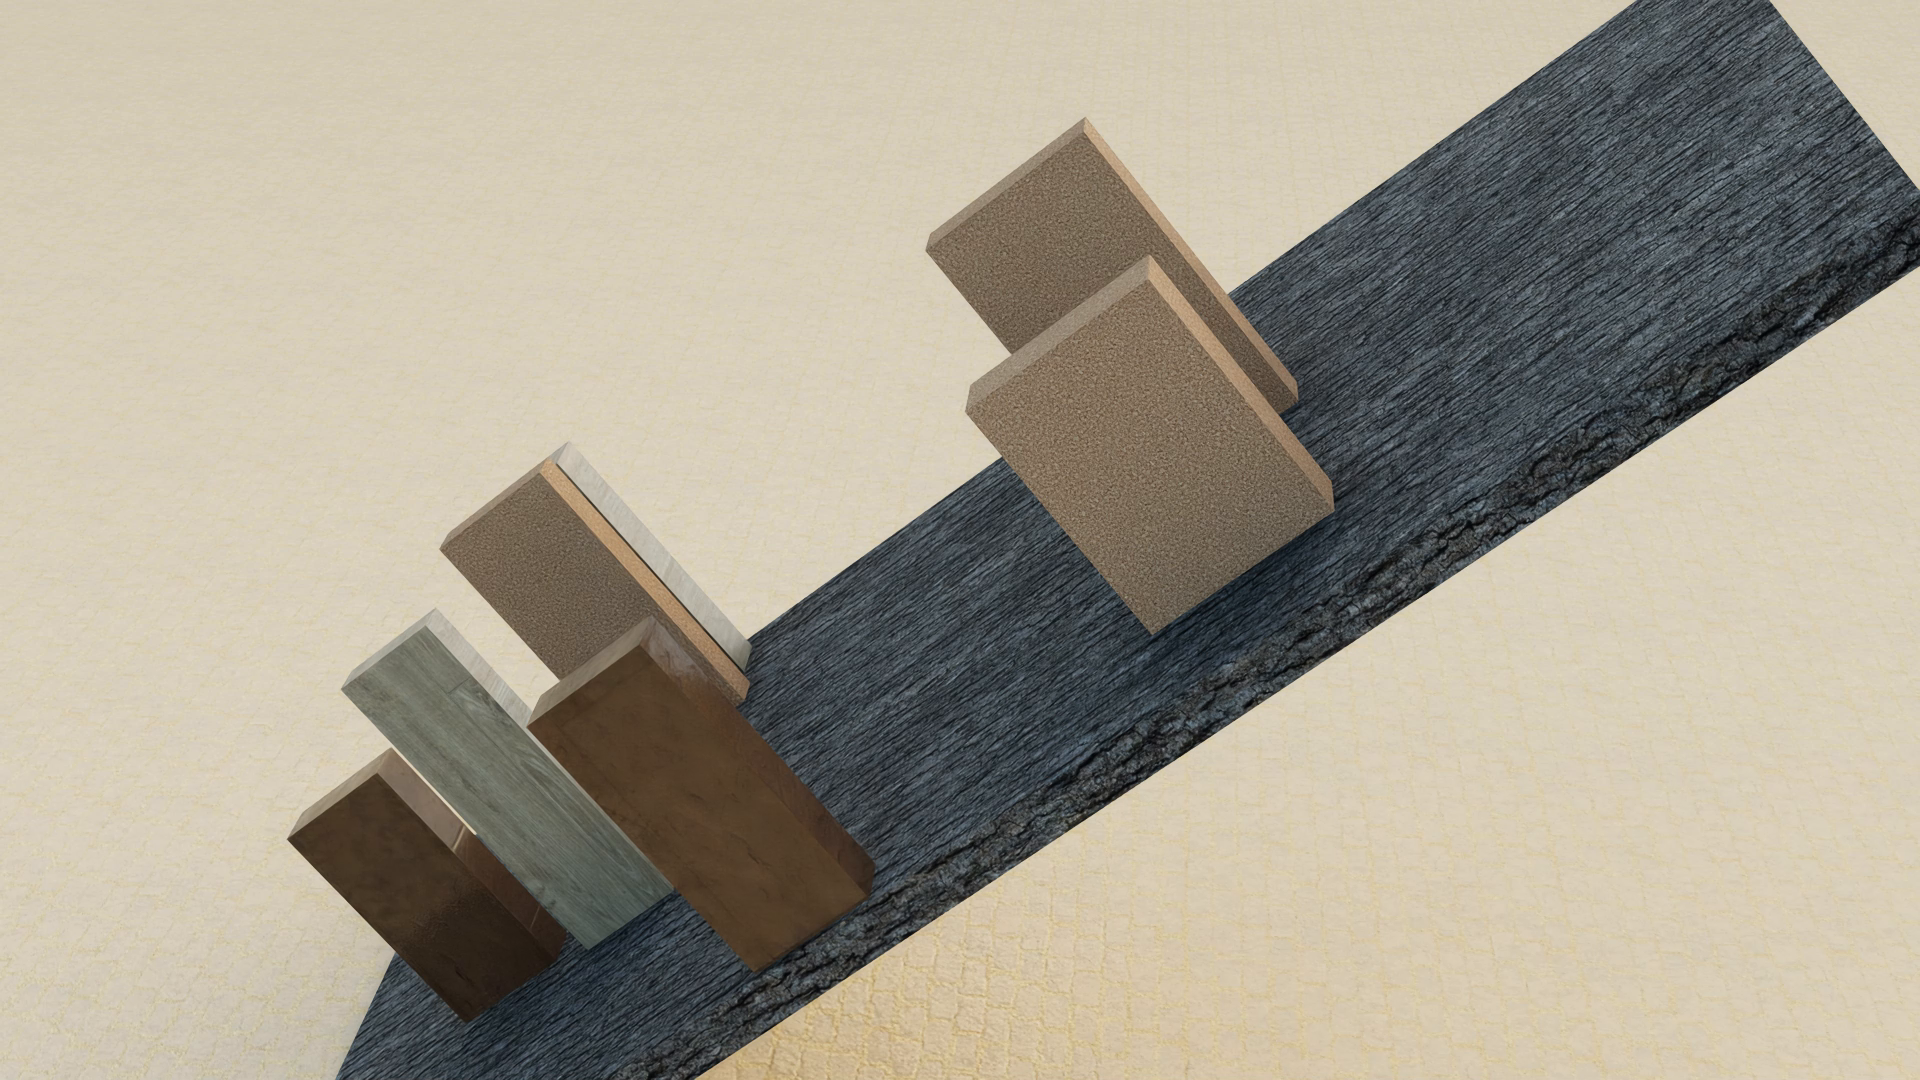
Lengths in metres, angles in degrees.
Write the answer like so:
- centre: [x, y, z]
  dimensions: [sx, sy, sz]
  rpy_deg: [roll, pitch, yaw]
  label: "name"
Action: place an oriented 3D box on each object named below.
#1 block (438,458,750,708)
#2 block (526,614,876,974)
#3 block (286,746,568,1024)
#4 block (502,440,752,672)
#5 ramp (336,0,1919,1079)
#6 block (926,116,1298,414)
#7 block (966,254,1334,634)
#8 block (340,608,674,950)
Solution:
- centre: [-0.875, 0.185, 7.083]
  dimensions: [0.326, 0.744, 0.099]
  rpy_deg: [-35, 16, 17]
  label: "block"
- centre: [-0.479, 0.481, 5.511]
  dimensions: [0.281, 0.657, 0.129]
  rpy_deg: [-35, 16, 17]
  label: "block"
- centre: [-1.172, 0.765, 6.490]
  dimensions: [0.275, 0.583, 0.121]
  rpy_deg: [-35, 16, 17]
  label: "block"
- centre: [-0.869, 0.127, 7.311]
  dimensions: [0.310, 0.700, 0.149]
  rpy_deg: [-35, 16, 17]
  label: "block"
- centre: [0.123, 0.183, 6.335]
  dimensions: [4.000, 0.100, 2.000]
  rpy_deg: [-35, 16, 17]
  label: "ramp"
- centre: [0.319, -0.462, 6.104]
  dimensions: [0.411, 0.725, 0.114]
  rpy_deg: [-35, 16, 17]
  label: "block"
- centre: [0.358, -0.174, 5.516]
  dimensions: [0.426, 0.570, 0.145]
  rpy_deg: [-35, 16, 17]
  label: "block"
- centre: [-0.955, 0.516, 6.284]
  dimensions: [0.248, 0.787, 0.090]
  rpy_deg: [-35, 16, 17]
  label: "block"
